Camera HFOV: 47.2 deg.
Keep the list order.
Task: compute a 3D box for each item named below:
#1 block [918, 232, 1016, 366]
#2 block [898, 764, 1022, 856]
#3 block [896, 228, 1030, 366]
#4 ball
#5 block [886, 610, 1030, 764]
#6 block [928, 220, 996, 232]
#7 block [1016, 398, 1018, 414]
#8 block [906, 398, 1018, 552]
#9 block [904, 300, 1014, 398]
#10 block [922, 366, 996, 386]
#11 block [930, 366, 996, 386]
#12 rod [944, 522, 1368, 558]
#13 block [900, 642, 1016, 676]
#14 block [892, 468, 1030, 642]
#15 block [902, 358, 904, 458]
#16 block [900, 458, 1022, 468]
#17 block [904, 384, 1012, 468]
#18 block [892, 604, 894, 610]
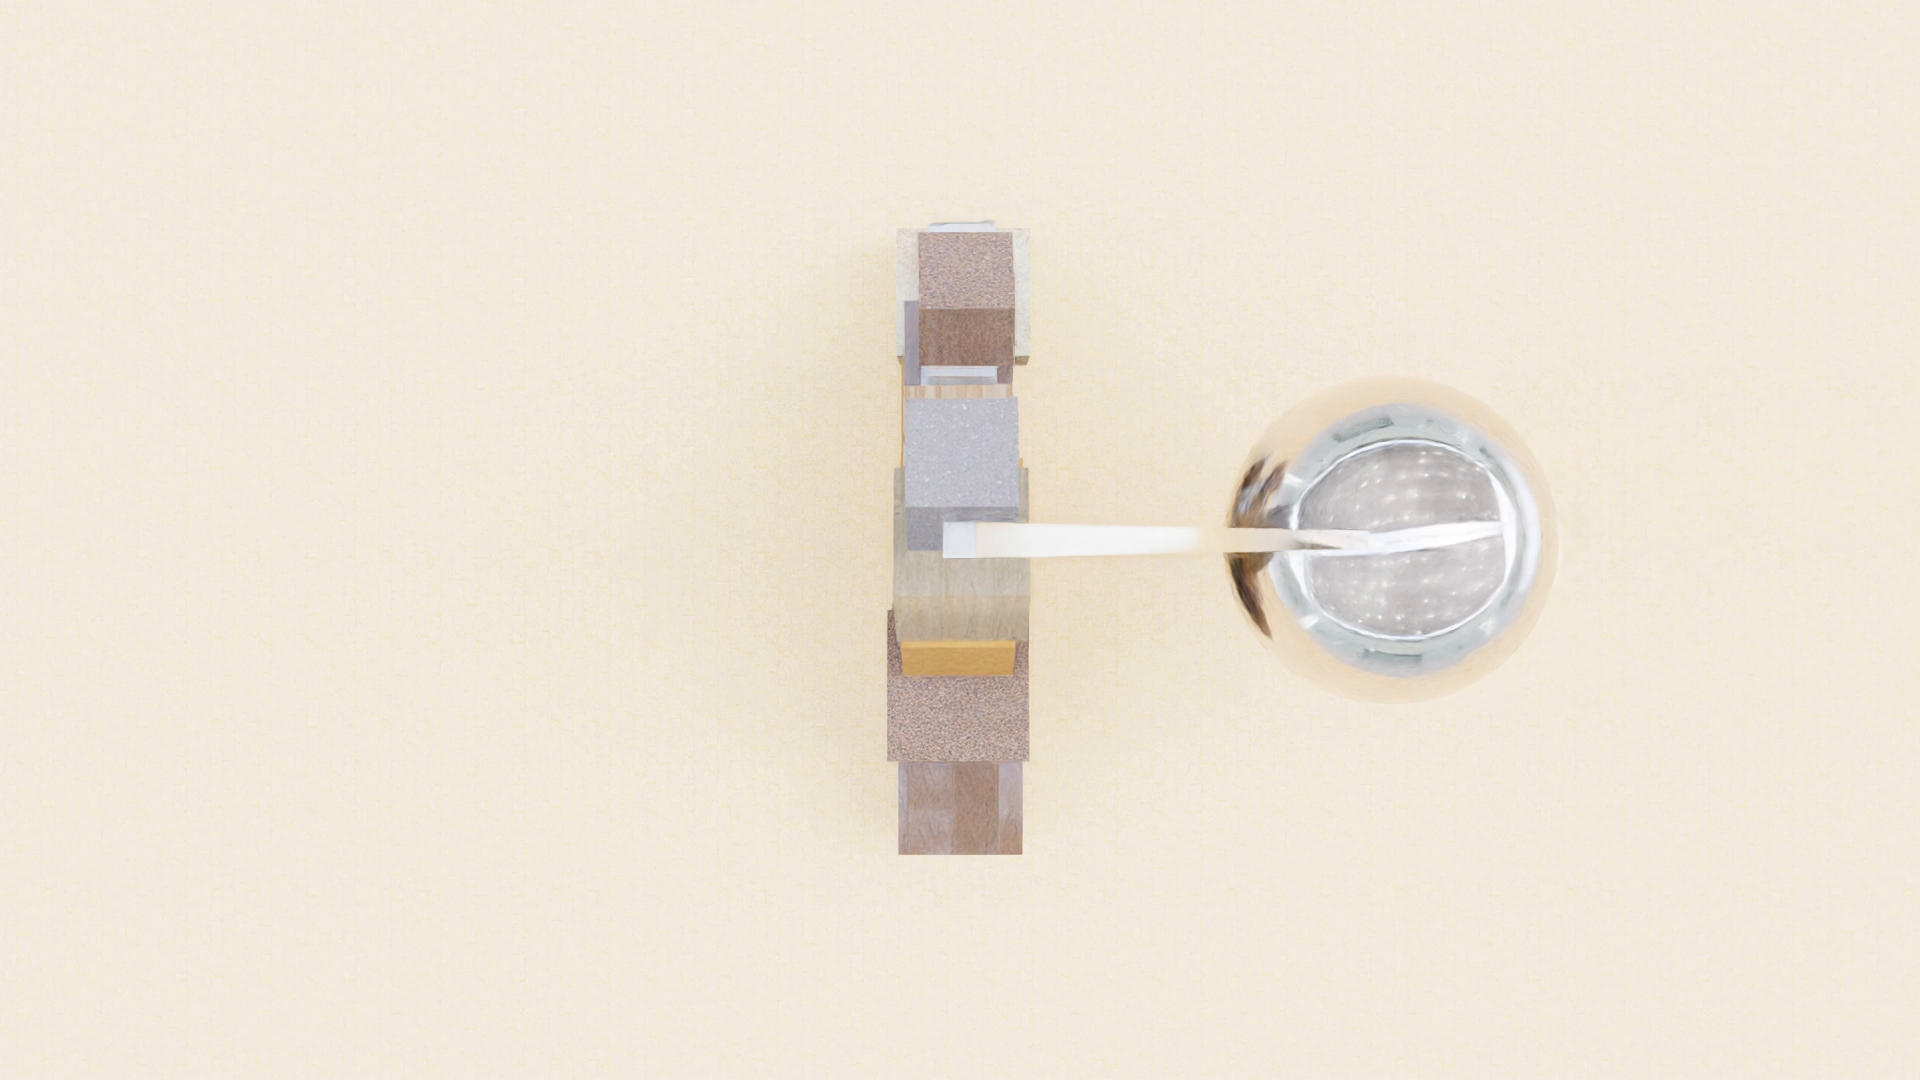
[{"bbox_3d":[0.027,-1.177,10.758,0.461,0.421,0.494,-1,54,-1],"label":"block"},{"bbox_3d":[0.002,1.408,12.589,0.691,0.821,0.674,0,90,0],"label":"block"},{"bbox_3d":[0.019,-1.388,12.644,0.750,0.711,0.713,0,90,0],"label":"block"},{"bbox_3d":[2.074,0.000,10.638,1.600,1.600,1.600,0,90,0],"label":"ball"},{"bbox_3d":[-0.009,0.800,11.815,0.738,0.784,0.785,0,84,0],"label":"block"},{"bbox_3d":[0.017,-1.511,11.774,0.349,0.314,0.367,-1,101,1],"label":"block"},{"bbox_3d":[0.007,-0.423,11.916,0.605,0.563,0.597,0,82,0],"label":"block"},{"bbox_3d":[0.007,-0.296,10.170,0.507,0.545,0.531,0,69,0],"label":"block"},{"bbox_3d":[-0.009,-1.012,11.994,0.578,0.586,0.518,0,89,0],"label":"block"},{"bbox_3d":[-0.005,-0.643,11.439,0.385,0.428,0.469,0,79,0],"label":"block"},{"bbox_3d":[0.010,-0.883,11.059,0.325,0.354,0.332,1,65,0],"label":"block"},{"bbox_3d":[0.899,0.000,7.448,0.080,5.200,0.080,0,90,20],"label":"rod"},{"bbox_3d":[-0.012,0.358,11.202,0.565,0.511,0.542,0,71,0],"label":"block"},{"bbox_3d":[0.008,0.078,10.669,0.643,0.657,0.652,0,69,0],"label":"block"},{"bbox_3d":[-0.017,-0.742,12.685,0.625,0.629,0.560,0,90,0],"label":"block"},{"bbox_3d":[0.008,-0.054,12.602,0.680,0.795,0.796,0,90,0],"label":"block"},{"bbox_3d":[-0.008,-0.457,10.902,0.528,0.439,0.458,-1,62,0],"label":"block"},{"bbox_3d":[-0.017,0.708,12.624,0.715,0.752,0.706,0,90,0],"label":"block"}]
